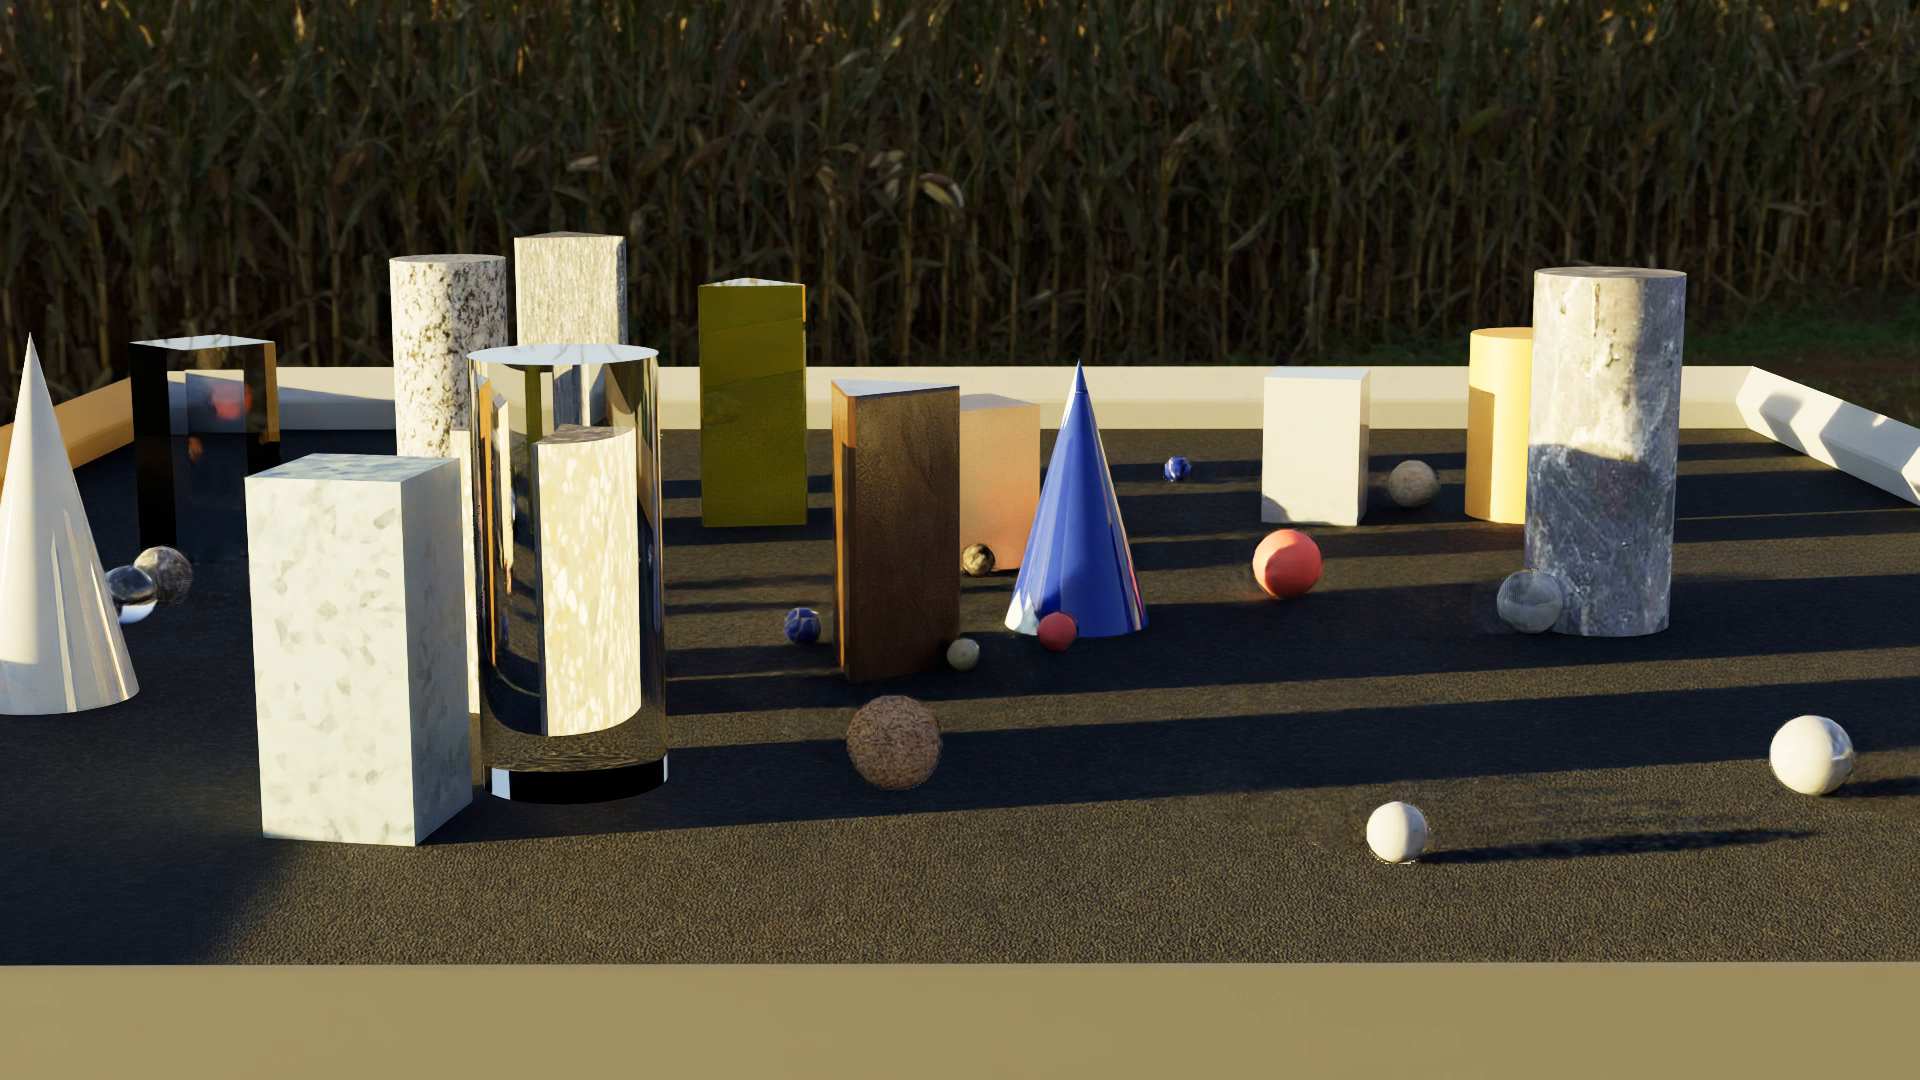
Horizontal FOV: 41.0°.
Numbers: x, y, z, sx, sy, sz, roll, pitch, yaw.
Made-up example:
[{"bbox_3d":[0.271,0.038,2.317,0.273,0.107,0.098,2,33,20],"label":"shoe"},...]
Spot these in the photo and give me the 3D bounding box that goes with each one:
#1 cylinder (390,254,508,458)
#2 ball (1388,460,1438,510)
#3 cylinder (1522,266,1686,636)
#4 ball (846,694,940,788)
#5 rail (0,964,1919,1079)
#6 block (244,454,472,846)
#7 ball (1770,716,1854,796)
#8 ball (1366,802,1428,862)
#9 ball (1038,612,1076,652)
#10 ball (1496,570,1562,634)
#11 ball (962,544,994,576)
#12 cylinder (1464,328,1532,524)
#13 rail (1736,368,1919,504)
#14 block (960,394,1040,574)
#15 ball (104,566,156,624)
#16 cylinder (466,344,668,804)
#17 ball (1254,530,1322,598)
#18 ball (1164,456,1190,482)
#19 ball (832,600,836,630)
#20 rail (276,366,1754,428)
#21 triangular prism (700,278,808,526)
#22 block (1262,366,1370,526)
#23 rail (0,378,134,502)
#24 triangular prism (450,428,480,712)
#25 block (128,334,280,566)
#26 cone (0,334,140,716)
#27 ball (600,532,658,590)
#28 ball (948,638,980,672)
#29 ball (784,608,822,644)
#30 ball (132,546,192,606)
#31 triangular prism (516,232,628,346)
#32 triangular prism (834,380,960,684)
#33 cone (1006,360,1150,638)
[{"bbox_3d":[-0.854,-0.271,4.316,0.190,0.404,0.190,0,11,0],"label":"cylinder"},{"bbox_3d":[0.747,-0.091,4.225,0.082,0.082,0.082,0,11,0],"label":"ball"},{"bbox_3d":[0.838,-0.119,3.347,0.190,0.459,0.190,0,11,0],"label":"cylinder"},{"bbox_3d":[-0.067,0.205,2.604,0.095,0.095,0.095,0,11,0],"label":"ball"},{"bbox_3d":[0.010,0.345,1.769,3.206,0.123,0.045,0,11,0],"label":"rail"},{"bbox_3d":[-0.575,0.101,2.470,0.152,0.347,0.152,2,11,10],"label":"block"},{"bbox_3d":[0.857,0.216,2.581,0.080,0.080,0.080,0,11,0],"label":"ball"},{"bbox_3d":[0.403,0.269,2.364,0.056,0.056,0.056,0,11,0],"label":"ball"},{"bbox_3d":[0.121,0.115,3.212,0.049,0.049,0.049,0,11,0],"label":"ball"},{"bbox_3d":[0.732,0.080,3.297,0.083,0.083,0.083,0,11,0],"label":"ball"},{"bbox_3d":[0.026,0.029,3.678,0.047,0.047,0.047,0,11,0],"label":"ball"},{"bbox_3d":[0.921,-0.188,4.165,0.190,0.295,0.190,0,11,0],"label":"cylinder"},{"bbox_3d":[1.579,0.030,3.458,0.045,0.123,3.465,0,11,0],"label":"rail"},{"bbox_3d":[0.013,-0.084,3.765,0.152,0.238,0.152,-6,12,-28],"label":"block"},{"bbox_3d":[-1.093,0.072,3.365,0.076,0.076,0.076,0,11,0],"label":"ball"},{"bbox_3d":[-0.396,0.030,2.603,0.190,0.439,0.190,0,11,0],"label":"cylinder"},{"bbox_3d":[0.451,0.033,3.530,0.094,0.094,0.094,0,11,0],"label":"ball"},{"bbox_3d":[0.381,-0.123,4.499,0.046,0.046,0.046,0,11,0],"label":"ball"},{"bbox_3d":[-0.121,0.095,3.233,0.081,0.081,0.081,0,11,0],"label":"ball"},{"bbox_3d":[-0.010,-0.281,5.129,3.206,0.123,0.045,0,11,0],"label":"rail"},{"bbox_3d":[-0.336,-0.224,4.120,0.164,0.382,0.142,-2,11,-8],"label":"triangular prism"},{"bbox_3d":[0.576,-0.153,4.147,0.152,0.234,0.152,3,11,15],"label":"block"},{"bbox_3d":[-1.579,0.033,3.440,0.045,0.123,3.465,0,11,0],"label":"rail"},{"bbox_3d":[-0.472,0.027,2.938,0.164,0.322,0.142,3,11,14],"label":"triangular prism"},{"bbox_3d":[-1.125,-0.138,3.836,0.152,0.317,0.152,9,14,41],"label":"block"},{"bbox_3d":[-1.057,-0.028,2.954,0.190,0.424,0.190,0,11,0],"label":"cone"},{"bbox_3d":[-0.464,0.028,3.589,0.081,0.081,0.081,0,11,0],"label":"ball"},{"bbox_3d":[0.004,0.139,3.106,0.040,0.040,0.040,0,11,0],"label":"ball"},{"bbox_3d":[-0.199,0.109,3.247,0.048,0.048,0.048,0,11,0],"label":"ball"},{"bbox_3d":[-1.084,0.048,3.482,0.080,0.080,0.080,0,11,0],"label":"ball"},{"bbox_3d":[-0.609,-0.245,4.010,0.164,0.464,0.142,-3,11,-14],"label":"triangular prism"},{"bbox_3d":[-0.109,-0.018,3.121,0.164,0.344,0.142,-9,14,-39],"label":"triangular prism"},{"bbox_3d":[0.154,-0.063,3.344,0.190,0.350,0.190,0,11,0],"label":"cone"}]
